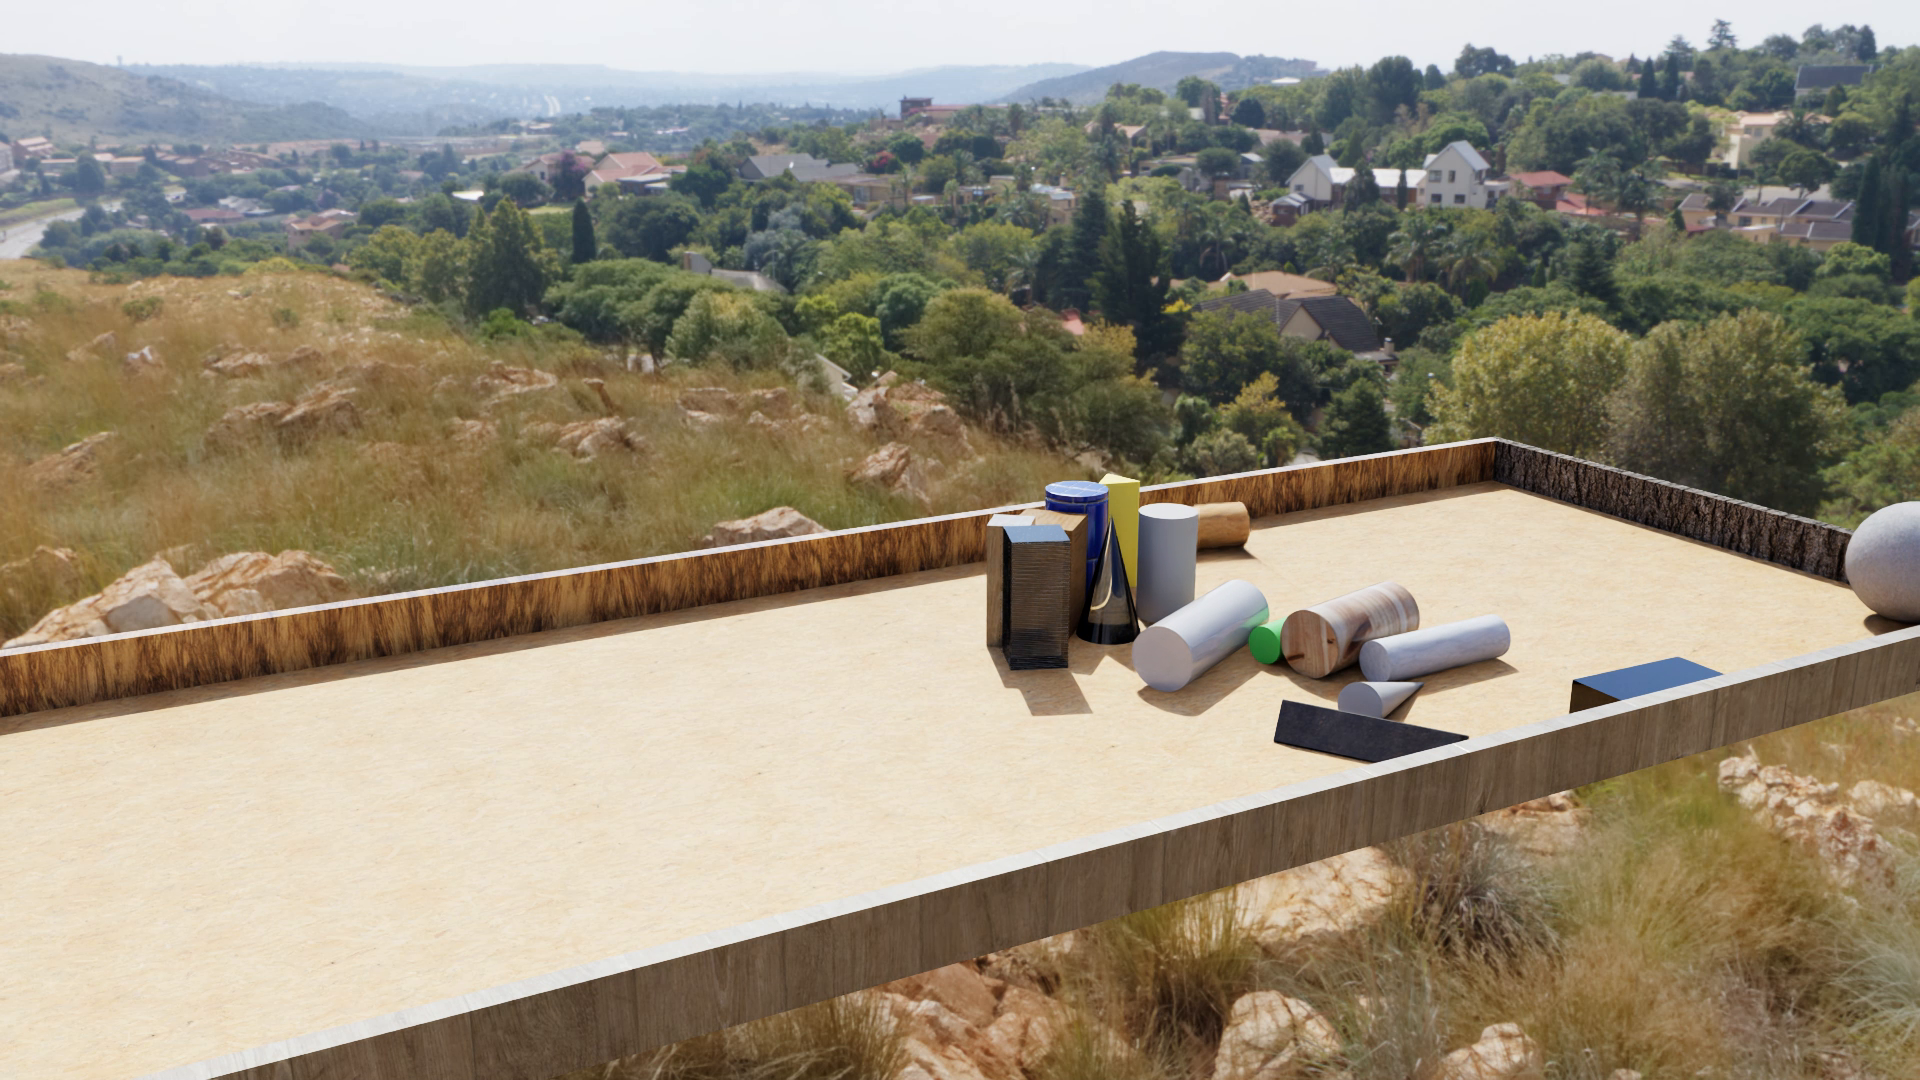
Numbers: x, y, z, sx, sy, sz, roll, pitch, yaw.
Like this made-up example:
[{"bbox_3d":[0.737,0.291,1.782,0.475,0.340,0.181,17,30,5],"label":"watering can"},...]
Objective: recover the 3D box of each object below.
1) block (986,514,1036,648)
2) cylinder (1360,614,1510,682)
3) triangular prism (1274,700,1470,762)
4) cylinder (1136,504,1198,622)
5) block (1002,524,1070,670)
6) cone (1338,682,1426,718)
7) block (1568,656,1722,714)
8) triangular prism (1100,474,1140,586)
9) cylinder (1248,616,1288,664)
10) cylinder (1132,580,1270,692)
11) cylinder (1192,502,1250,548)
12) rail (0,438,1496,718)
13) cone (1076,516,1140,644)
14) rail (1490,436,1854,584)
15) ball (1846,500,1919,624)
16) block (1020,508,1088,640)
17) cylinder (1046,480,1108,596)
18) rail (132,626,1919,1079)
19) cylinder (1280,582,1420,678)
[{"bbox_3d":[0.135,0.110,4.384,0.111,0.335,0.111,3,17,11],"label":"block"},{"bbox_3d":[1.214,0.278,4.208,0.412,0.113,0.113,-9,19,-28],"label":"cylinder"},{"bbox_3d":[0.926,0.438,3.705,0.423,0.086,0.099,9,19,29],"label":"triangular prism"},{"bbox_3d":[0.576,0.064,4.603,0.164,0.301,0.164,0,16,0],"label":"cylinder"},{"bbox_3d":[0.194,0.147,4.249,0.149,0.342,0.149,-2,16,-7],"label":"block"},{"bbox_3d":[1.050,0.372,3.990,0.113,0.113,0.382,13,12,37],"label":"cone"},{"bbox_3d":[1.581,0.384,3.794,0.340,0.143,0.143,-8,18,-25],"label":"block"},{"bbox_3d":[0.450,-0.027,4.877,0.124,0.321,0.107,-4,17,-13],"label":"triangular prism"},{"bbox_3d":[0.944,0.231,4.393,0.432,0.100,0.100,-14,22,-40],"label":"cylinder"},{"bbox_3d":[0.624,0.240,4.236,0.169,0.169,0.450,11,20,33],"label":"cylinder"},{"bbox_3d":[0.738,-0.040,5.244,0.335,0.138,0.138,-4,17,-13],"label":"cylinder"},{"bbox_3d":[-3.305,0.497,3.399,12.000,0.150,0.050,-9,18,-27],"label":"rail"},{"bbox_3d":[0.404,0.093,4.440,0.177,0.338,0.177,0,16,0],"label":"cone"},{"bbox_3d":[2.466,-0.048,5.253,0.050,0.150,2.100,-9,18,-27],"label":"rail"},{"bbox_3d":[2.630,0.062,4.542,0.339,0.339,0.339,0,16,0],"label":"ball"},{"bbox_3d":[0.239,0.090,4.508,0.175,0.304,0.175,6,17,17],"label":"block"},{"bbox_3d":[0.327,0.023,4.659,0.177,0.348,0.177,0,16,0],"label":"cylinder"},{"bbox_3d":[-2.336,1.006,1.665,12.000,0.150,0.050,-9,18,-27],"label":"rail"},{"bbox_3d":[1.011,0.229,4.263,0.357,0.177,0.177,-14,21,-40],"label":"cylinder"}]
